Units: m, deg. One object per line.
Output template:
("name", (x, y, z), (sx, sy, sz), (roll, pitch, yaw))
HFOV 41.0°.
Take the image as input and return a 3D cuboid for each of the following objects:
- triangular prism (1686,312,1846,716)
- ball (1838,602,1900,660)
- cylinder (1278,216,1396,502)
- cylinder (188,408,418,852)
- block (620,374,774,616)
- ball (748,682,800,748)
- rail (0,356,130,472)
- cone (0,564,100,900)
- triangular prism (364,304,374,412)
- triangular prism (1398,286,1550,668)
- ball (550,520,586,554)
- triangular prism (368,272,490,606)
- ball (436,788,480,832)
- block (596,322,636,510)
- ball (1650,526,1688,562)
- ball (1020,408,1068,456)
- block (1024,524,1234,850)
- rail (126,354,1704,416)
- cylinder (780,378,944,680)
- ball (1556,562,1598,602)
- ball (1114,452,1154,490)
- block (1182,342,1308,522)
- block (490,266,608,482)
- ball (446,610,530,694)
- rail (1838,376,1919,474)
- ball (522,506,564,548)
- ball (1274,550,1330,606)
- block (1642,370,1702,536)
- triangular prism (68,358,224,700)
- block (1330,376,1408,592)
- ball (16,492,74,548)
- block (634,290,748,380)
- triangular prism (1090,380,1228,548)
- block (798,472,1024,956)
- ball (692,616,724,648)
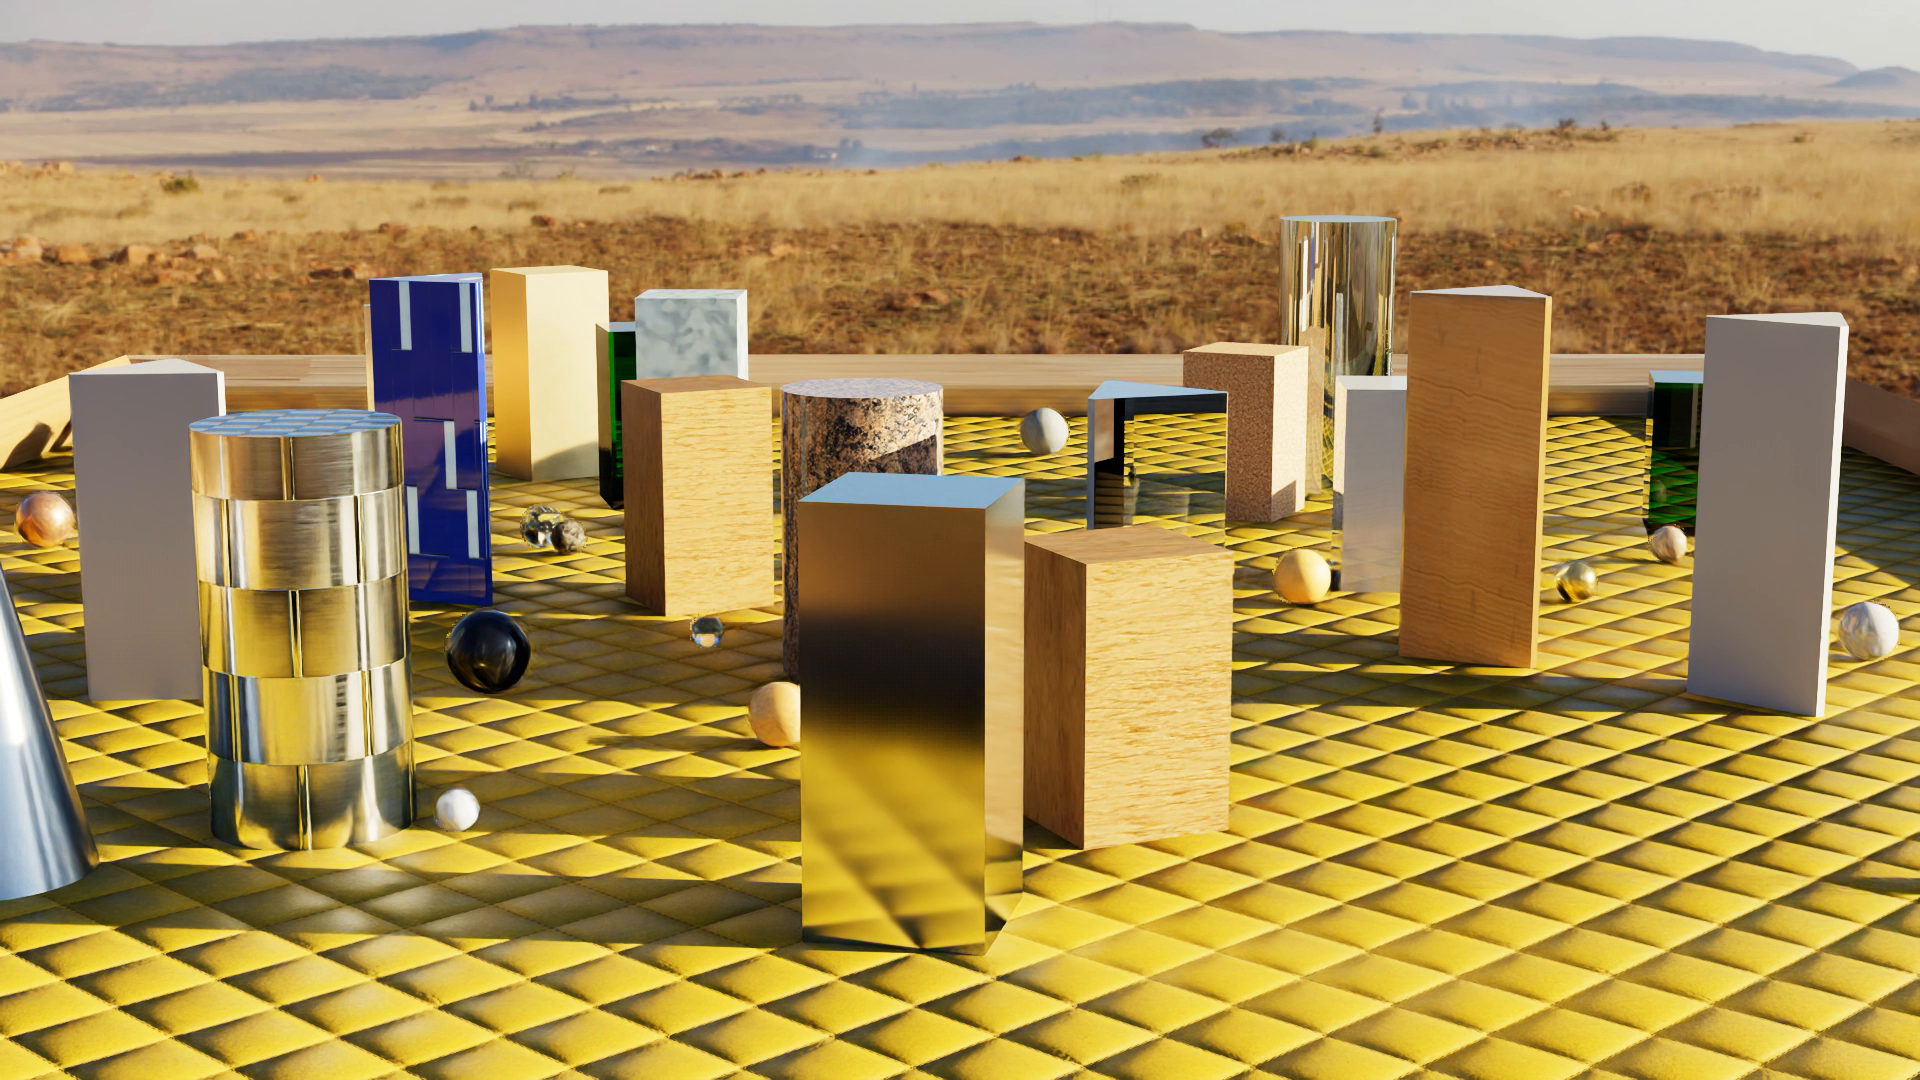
("triangular prism", (0.966, -0.038, 2.970), (0.147, 0.442, 0.170), (-10, 15, -44))
("ball", (1.124, 0.113, 3.174), (0.072, 0.072, 0.072), (0, 11, 0))
("cylinder", (0.640, -0.313, 4.381), (0.196, 0.469, 0.196), (0, 11, 0))
("cylinder", (-0.629, 0.081, 2.467), (0.196, 0.392, 0.196), (0, 11, 0))
("block", (-0.359, -0.064, 3.504), (0.157, 0.300, 0.157), (-5, 12, -27))
("ball", (-0.193, 0.188, 2.770), (0.071, 0.071, 0.071), (0, 11, 0))
("rail", (-1.708, 0.035, 3.439), (0.045, 0.127, 3.924), (0, 11, 0))
("cone", (-0.891, 0.101, 2.312), (0.196, 0.410, 0.196), (0, 11, 0))
("triangular prism", (-0.877, -0.228, 4.283), (0.170, 0.338, 0.147), (3, 11, 16))
("triangular prism", (0.656, -0.085, 3.194), (0.170, 0.453, 0.147), (5, 12, 25))
("ball", (-0.589, -0.004, 3.859), (0.052, 0.052, 0.052), (0, 11, 0))
("triangular prism", (-0.696, -0.144, 3.552), (0.170, 0.440, 0.147), (4, 11, 19))
("ball", (-0.483, 0.259, 2.469), (0.041, 0.041, 0.041), (0, 11, 0))
("block", (-0.521, -0.213, 4.318), (0.157, 0.295, 0.157), (-3, 11, -16))
("ball", (1.049, 0.006, 3.799), (0.054, 0.054, 0.054), (0, 11, 0))
("ball", (0.159, -0.204, 4.832), (0.090, 0.090, 0.090), (0, 11, 0))
("block", (0.155, 0.138, 2.486), (0.157, 0.273, 0.157), (-5, 12, -24))
("rail", (-0.011, -0.321, 5.355), (3.462, 0.127, 0.045), (0, 11, 0))
("cylinder", (-0.118, -0.014, 3.109), (0.196, 0.344, 0.196), (0, 11, 0))
("ball", (0.845, 0.058, 3.516), (0.056, 0.056, 0.056), (0, 11, 0))
("ball", (0.301, -0.119, 4.437), (0.067, 0.067, 0.067), (0, 11, 0))
("block", (0.467, -0.180, 4.210), (0.157, 0.269, 0.157), (5, 12, 27))
("block", (-0.733, -0.301, 4.604), (0.157, 0.365, 0.157), (-7, 13, -33))
("ball", (-0.553, 0.131, 3.007), (0.098, 0.098, 0.098), (0, 11, 0))
("rail", (1.708, 0.031, 3.459), (0.045, 0.127, 3.924), (0, 11, 0))
("ball", (-0.635, -0.020, 3.914), (0.064, 0.064, 0.064), (0, 11, 0))
("ball", (0.467, 0.051, 3.498), (0.076, 0.076, 0.076), (0, 11, 0))
("block", (1.171, -0.138, 4.065), (0.157, 0.241, 0.157), (2, 11, 11))
("triangular prism", (-0.931, -0.016, 3.020), (0.170, 0.381, 0.147), (-1, 11, -4))
("block", (0.615, -0.081, 3.633), (0.157, 0.286, 0.157), (1, 11, 3))
("ball", (-1.395, -0.030, 3.911), (0.084, 0.084, 0.084), (0, 11, 0))
("block", (-0.419, -0.202, 4.047), (0.157, 0.373, 0.157), (0, 11, 1))
("triangular prism", (0.200, 0.002, 2.983), (0.170, 0.360, 0.147), (-4, 11, -20))
("block", (-0.038, 0.142, 2.181), (0.157, 0.376, 0.157), (2, 11, 13))
("ball", (-0.319, 0.116, 3.244), (0.041, 0.041, 0.041), (0, 11, 0))
